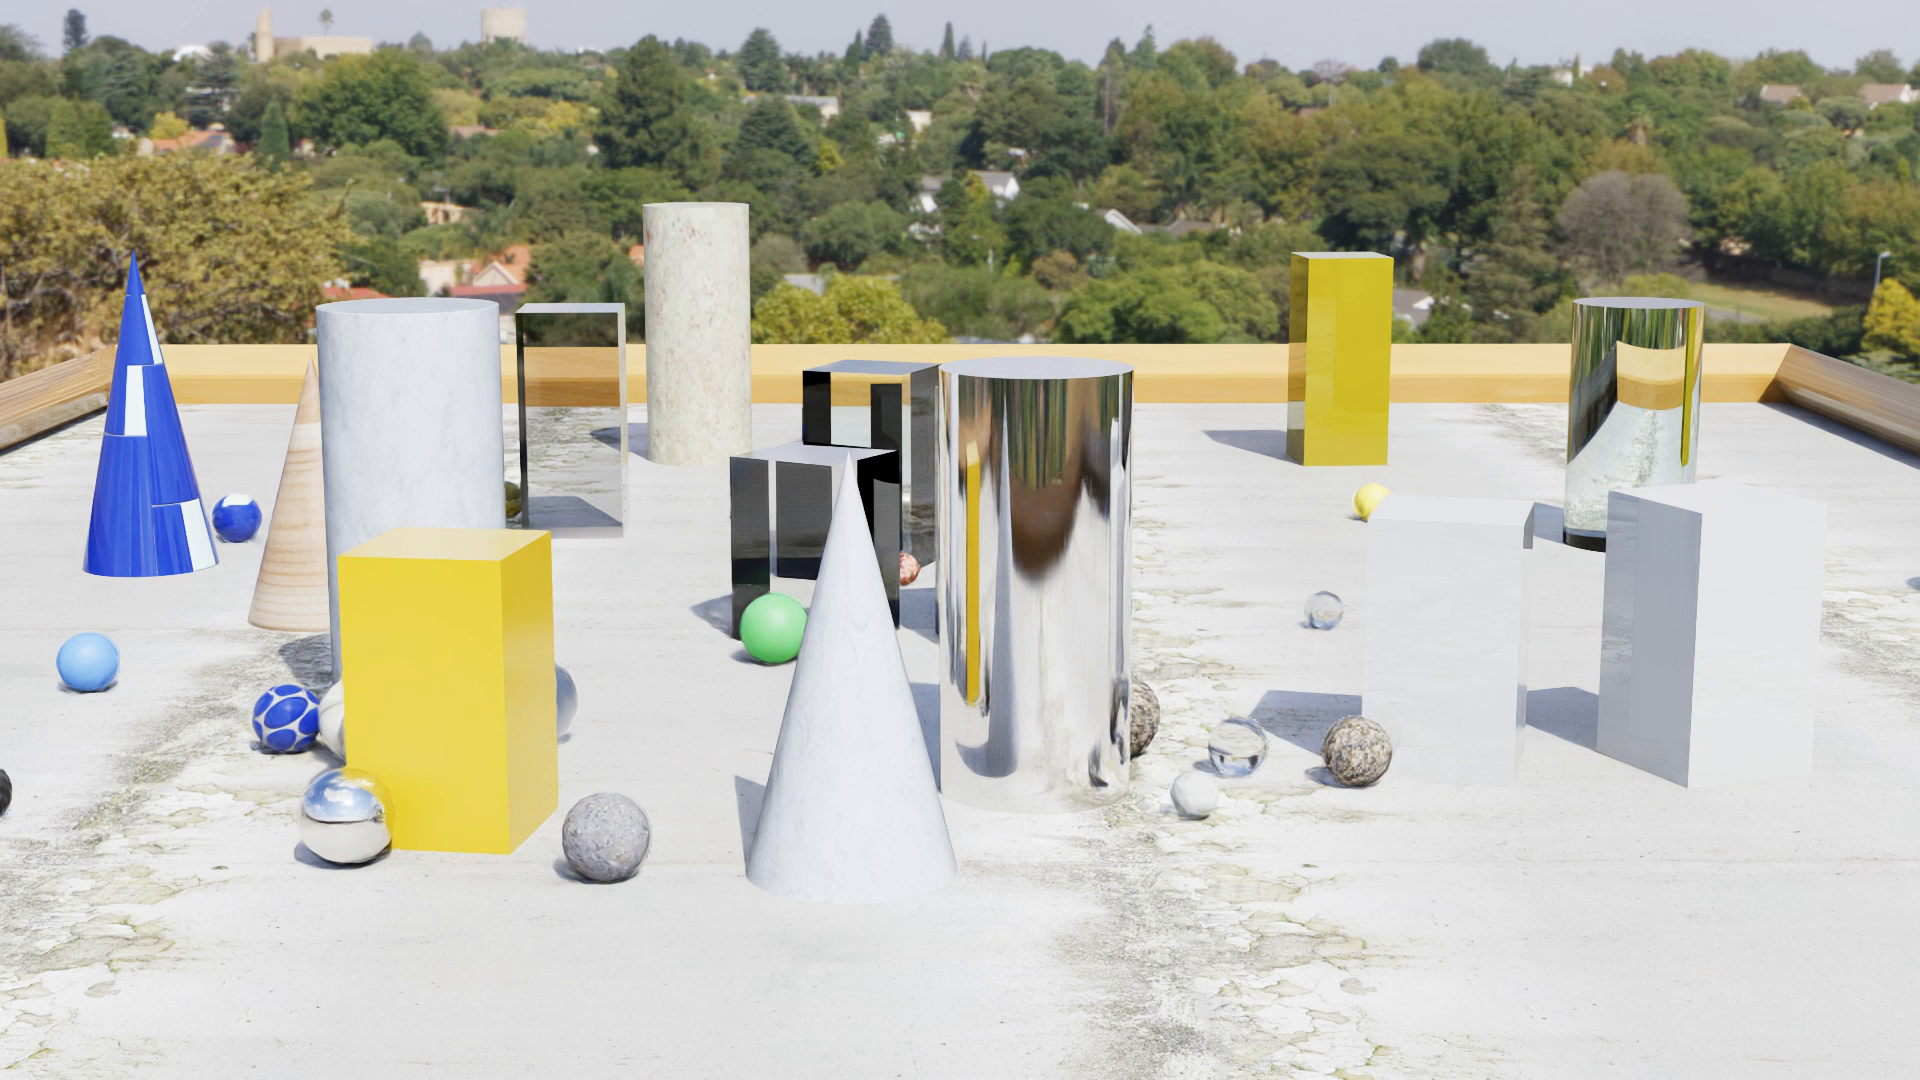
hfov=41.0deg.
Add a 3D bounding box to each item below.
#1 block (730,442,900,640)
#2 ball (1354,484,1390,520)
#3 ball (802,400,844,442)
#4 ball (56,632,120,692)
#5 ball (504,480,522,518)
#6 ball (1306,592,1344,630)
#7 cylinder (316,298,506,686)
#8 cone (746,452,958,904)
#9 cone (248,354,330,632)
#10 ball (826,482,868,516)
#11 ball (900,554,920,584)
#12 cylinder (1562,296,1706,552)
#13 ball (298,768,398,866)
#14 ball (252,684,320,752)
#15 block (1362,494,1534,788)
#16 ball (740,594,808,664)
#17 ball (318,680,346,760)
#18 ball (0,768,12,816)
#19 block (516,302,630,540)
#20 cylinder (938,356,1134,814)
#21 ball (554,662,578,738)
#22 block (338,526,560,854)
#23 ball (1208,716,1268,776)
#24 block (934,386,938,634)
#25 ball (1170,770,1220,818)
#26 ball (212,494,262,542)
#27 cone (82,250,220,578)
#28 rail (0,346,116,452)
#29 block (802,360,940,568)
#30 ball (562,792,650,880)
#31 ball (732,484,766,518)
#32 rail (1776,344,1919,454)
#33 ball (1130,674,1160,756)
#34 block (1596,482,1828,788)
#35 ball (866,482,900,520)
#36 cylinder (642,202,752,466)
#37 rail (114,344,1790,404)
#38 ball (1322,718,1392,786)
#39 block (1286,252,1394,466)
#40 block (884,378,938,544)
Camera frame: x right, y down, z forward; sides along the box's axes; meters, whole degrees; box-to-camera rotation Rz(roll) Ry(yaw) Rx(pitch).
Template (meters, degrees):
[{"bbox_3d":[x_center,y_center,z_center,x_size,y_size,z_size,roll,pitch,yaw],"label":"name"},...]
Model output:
[{"bbox_3d":[-0.185,0.006,3.294,0.156,0.237,0.156,6,12,30],"label":"block"},{"bbox_3d":[0.667,-0.061,4.138,0.061,0.061,0.061,0,11,0],"label":"ball"},{"bbox_3d":[-0.266,-0.231,4.995,0.083,0.083,0.083,0,11,0],"label":"ball"},{"bbox_3d":[-1.025,0.143,3.014,0.070,0.070,0.070,0,11,0],"label":"ball"},{"bbox_3d":[-0.737,-0.065,4.158,0.061,0.061,0.061,0,11,0],"label":"ball"},{"bbox_3d":[0.476,0.091,3.348,0.049,0.049,0.049,0,11,0],"label":"ball"},{"bbox_3d":[-0.598,-0.024,2.820,0.195,0.468,0.195,0,11,0],"label":"cylinder"},{"bbox_3d":[-0.099,0.111,2.314,0.195,0.388,0.195,0,11,0],"label":"cone"},{"bbox_3d":[-0.851,-0.072,3.394,0.195,0.353,0.195,0,11,0],"label":"cone"},{"bbox_3d":[-0.181,-0.061,4.112,0.069,0.069,0.069,0,11,0],"label":"ball"},{"bbox_3d":[-0.080,0.041,3.632,0.045,0.045,0.045,0,11,0],"label":"ball"},{"bbox_3d":[1.027,-0.177,3.917,0.195,0.370,0.195,0,11,0],"label":"cylinder"},{"bbox_3d":[-0.564,0.254,2.361,0.089,0.089,0.089,0,11,0],"label":"ball"},{"bbox_3d":[-0.720,0.191,2.747,0.074,0.074,0.074,0,11,0],"label":"ball"},{"bbox_3d":[0.511,0.101,2.687,0.156,0.271,0.156,3,11,16],"label":"block"},{"bbox_3d":[-0.228,0.109,3.155,0.086,0.086,0.086,0,11,0],"label":"ball"},{"bbox_3d":[-0.628,0.188,2.703,0.095,0.095,0.095,0,11,0],"label":"ball"},{"bbox_3d":[-0.951,0.245,2.486,0.062,0.062,0.062,0,11,0],"label":"ball"},{"bbox_3d":[-0.606,-0.189,4.030,0.156,0.352,0.156,-1,11,-3],"label":"block"},{"bbox_3d":[0.076,0.041,2.578,0.195,0.430,0.195,0,11,0],"label":"cylinder"},{"bbox_3d":[-0.461,0.174,2.771,0.097,0.097,0.097,0,11,0],"label":"ball"},{"bbox_3d":[-0.486,0.140,2.455,0.156,0.279,0.156,2,11,8],"label":"block"},{"bbox_3d":[0.287,0.214,2.654,0.062,0.062,0.062,0,11,0],"label":"ball"},{"bbox_3d":[0.062,-0.027,3.244,0.156,0.321,0.156,-3,11,-13],"label":"block"},{"bbox_3d":[0.229,0.248,2.508,0.048,0.048,0.048,0,11,0],"label":"ball"},{"bbox_3d":[-1.113,-0.034,3.949,0.076,0.076,0.076,0,11,0],"label":"ball"},{"bbox_3d":[-1.192,-0.192,3.739,0.195,0.464,0.195,0,11,0],"label":"cone"},{"bbox_3d":[-1.794,0.034,3.439,0.045,0.126,4.315,0,11,0],"label":"rail"},{"bbox_3d":[-0.126,-0.109,3.763,0.156,0.291,0.156,4,11,21],"label":"block"},{"bbox_3d":[-0.320,0.267,2.317,0.080,0.080,0.080,0,11,0],"label":"ball"},{"bbox_3d":[-0.341,-0.063,4.164,0.055,0.055,0.055,0,11,0],"label":"ball"},{"bbox_3d":[1.794,0.031,3.459,0.045,0.126,4.315,0,11,0],"label":"rail"},{"bbox_3d":[0.168,0.186,2.728,0.090,0.090,0.090,0,11,0],"label":"ball"},{"bbox_3d":[0.784,0.095,2.686,0.156,0.284,0.156,-4,11,-21],"label":"block"},{"bbox_3d":[-0.127,-0.064,4.150,0.061,0.061,0.061,0,11,0],"label":"ball"},{"bbox_3d":[-0.485,-0.384,4.754,0.195,0.471,0.195,0,11,0],"label":"cylinder"},{"bbox_3d":[-0.012,-0.357,5.547,3.636,0.126,0.045,0,11,0],"label":"rail"},{"bbox_3d":[0.406,0.216,2.620,0.070,0.070,0.070,0,11,0],"label":"ball"},{"bbox_3d":[0.702,-0.337,4.751,0.156,0.380,0.156,-1,11,-5],"label":"block"},{"bbox_3d":[-0.032,-0.125,4.000,0.156,0.236,0.156,-1,11,-8],"label":"block"}]
